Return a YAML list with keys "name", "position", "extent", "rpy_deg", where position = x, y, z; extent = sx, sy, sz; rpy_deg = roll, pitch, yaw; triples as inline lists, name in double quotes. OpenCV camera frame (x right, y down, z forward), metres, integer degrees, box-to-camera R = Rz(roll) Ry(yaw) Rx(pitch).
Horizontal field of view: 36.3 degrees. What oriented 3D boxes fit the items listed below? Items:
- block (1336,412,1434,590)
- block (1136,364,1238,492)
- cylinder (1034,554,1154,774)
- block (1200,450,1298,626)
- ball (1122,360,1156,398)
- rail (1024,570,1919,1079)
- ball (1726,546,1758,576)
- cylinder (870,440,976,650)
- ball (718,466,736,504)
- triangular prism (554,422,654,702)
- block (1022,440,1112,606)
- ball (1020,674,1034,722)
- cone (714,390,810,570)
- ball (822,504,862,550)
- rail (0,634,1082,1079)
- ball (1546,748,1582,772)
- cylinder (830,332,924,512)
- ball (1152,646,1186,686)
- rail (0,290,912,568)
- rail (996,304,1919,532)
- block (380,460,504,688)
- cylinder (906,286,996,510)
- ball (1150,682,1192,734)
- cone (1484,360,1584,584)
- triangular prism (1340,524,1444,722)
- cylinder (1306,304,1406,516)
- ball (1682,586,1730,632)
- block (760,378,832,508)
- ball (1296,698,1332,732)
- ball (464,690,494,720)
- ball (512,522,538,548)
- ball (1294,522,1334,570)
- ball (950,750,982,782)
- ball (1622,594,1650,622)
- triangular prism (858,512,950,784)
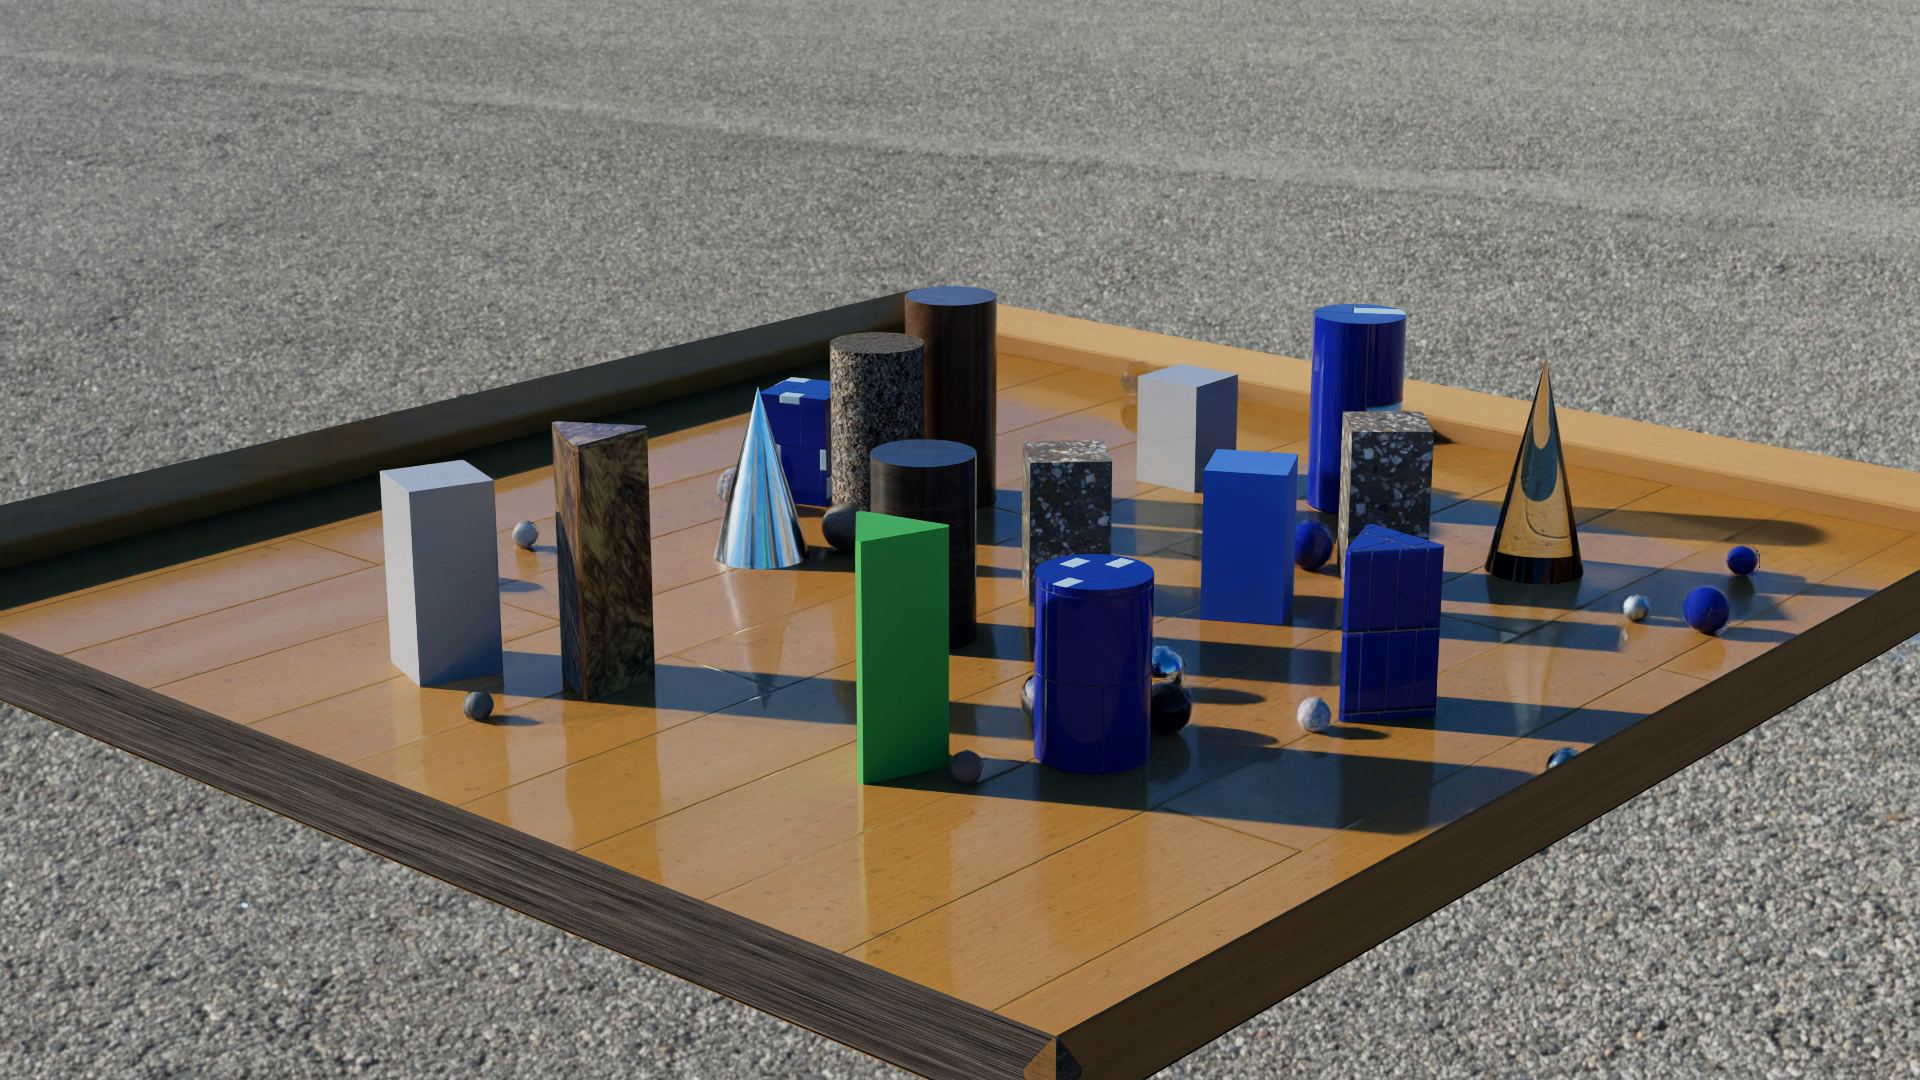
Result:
- name: "block"
  position: [0.743, -0.067, 5.134]
  extent: [0.140, 0.291, 0.140]
  rpy_deg: [0, 17, 1]
- name: "block"
  position: [0.448, -0.222, 5.779]
  extent: [0.140, 0.212, 0.140]
  rpy_deg: [14, 22, 38]
- name: "cylinder"
  position: [0.197, 0.182, 4.330]
  extent: [0.175, 0.283, 0.175]
  rpy_deg: [0, 17, 0]
- name: "block"
  position: [0.491, -0.006, 4.981]
  extent: [0.140, 0.263, 0.140]
  rpy_deg: [4, 17, 13]
- name: "ball"
  position: [0.394, -0.354, 6.442]
  extent: [0.080, 0.080, 0.080]
  rpy_deg: [0, 17, 0]
- name: "rail"
  position: [1.019, 0.285, 4.276]
  extent: [0.045, 0.114, 2.840]
  rpy_deg: [14, 22, 39]
- name: "ball"
  position: [1.388, 0.036, 5.203]
  extent: [0.053, 0.053, 0.053]
  rpy_deg: [0, 17, 0]
- name: "cylinder"
  position: [-0.060, 0.008, 4.844]
  extent: [0.175, 0.315, 0.175]
  rpy_deg: [0, 17, 0]
- name: "ball"
  position: [-0.423, -0.101, 5.604]
  extent: [0.083, 0.083, 0.083]
  rpy_deg: [0, 17, 0]
- name: "triangular prism"
  position: [-0.587, 0.025, 4.621]
  extent: [0.131, 0.414, 0.151]
  rpy_deg: [14, 22, 38]
- name: "block"
  position: [0.184, -0.030, 5.074]
  extent: [0.140, 0.255, 0.140]
  rpy_deg: [-1, 17, -4]
- name: "ball"
  position: [0.135, 0.241, 4.471]
  extent: [0.087, 0.087, 0.087]
  rpy_deg: [0, 17, 0]
- name: "cone"
  position: [-0.361, -0.124, 5.281]
  extent: [0.175, 0.314, 0.175]
  rpy_deg: [0, 17, 0]
- name: "ball"
  position: [-0.212, -0.025, 5.352]
  extent: [0.084, 0.084, 0.084]
  rpy_deg: [0, 17, 0]
- name: "rail"
  position: [-0.915, 0.335, 4.113]
  extent: [2.745, 0.114, 0.045]
  rpy_deg: [14, 22, 39]
- name: "ball"
  position: [0.873, 0.331, 4.213]
  extent: [0.064, 0.064, 0.064]
  rpy_deg: [0, 17, 0]
- name: "cylinder"
  position: [-0.154, -0.198, 5.467]
  extent: [0.175, 0.348, 0.175]
  rpy_deg: [0, 17, 0]
- name: "ball"
  position: [0.318, 0.204, 4.614]
  extent: [0.075, 0.075, 0.075]
  rpy_deg: [0, 17, 0]
- name: "rail"
  position: [-1.019, -0.229, 5.968]
  extent: [0.045, 0.114, 2.840]
  rpy_deg: [14, 22, 39]
- name: "rail"
  position: [0.915, -0.278, 6.131]
  extent: [2.745, 0.114, 0.045]
  rpy_deg: [14, 22, 39]
- name: "block"
  position: [-0.829, 0.052, 4.691]
  extent: [0.140, 0.322, 0.140]
  rpy_deg: [-9, 19, -28]
- name: "cylinder"
  position: [-0.017, -0.272, 5.619]
  extent: [0.175, 0.401, 0.175]
  rpy_deg: [0, 17, 0]
- name: "ball"
  position: [0.313, 0.254, 4.443]
  extent: [0.078, 0.078, 0.078]
  rpy_deg: [0, 17, 0]
- name: "cone"
  position: [1.026, -0.134, 5.186]
  extent: [0.175, 0.389, 0.175]
  rpy_deg: [0, 17, 0]
- name: "triangular prism"
  position: [0.648, 0.125, 4.531]
  extent: [0.151, 0.274, 0.131]
  rpy_deg: [-3, 17, -9]
- name: "cylinder"
  position: [0.755, -0.248, 5.589]
  extent: [0.175, 0.374, 0.175]
  rpy_deg: [0, 17, 0]
- name: "ball"
  position: [1.248, 0.116, 4.900]
  extent: [0.078, 0.078, 0.078]
  rpy_deg: [0, 17, 0]
- name: "block"
  position: [-0.294, -0.191, 5.678]
  extent: [0.140, 0.212, 0.140]
  rpy_deg: [7, 18, 21]
- name: "ball"
  position: [0.538, 0.265, 4.453]
  extent: [0.052, 0.052, 0.052]
  rpy_deg: [0, 17, 0]
- name: "ball"
  position: [-0.739, 0.254, 4.503]
  extent: [0.044, 0.044, 0.044]
  rpy_deg: [0, 17, 0]
- name: "ball"
  position: [-0.797, -0.009, 5.365]
  extent: [0.046, 0.046, 0.046]
  rpy_deg: [0, 17, 0]
- name: "ball"
  position: [0.624, 0.009, 5.236]
  extent: [0.086, 0.086, 0.086]
  rpy_deg: [0, 17, 0]
- name: "ball"
  position: [0.010, 0.329, 4.252]
  extent: [0.047, 0.047, 0.047]
  rpy_deg: [0, 17, 0]
- name: "ball"
  position: [1.144, 0.115, 4.960]
  extent: [0.045, 0.045, 0.045]
  rpy_deg: [0, 17, 0]
- name: "triangular prism"
  position: [-0.114, 0.150, 4.286]
  extent: [0.151, 0.368, 0.131]
  rpy_deg: [-10, 20, -30]
